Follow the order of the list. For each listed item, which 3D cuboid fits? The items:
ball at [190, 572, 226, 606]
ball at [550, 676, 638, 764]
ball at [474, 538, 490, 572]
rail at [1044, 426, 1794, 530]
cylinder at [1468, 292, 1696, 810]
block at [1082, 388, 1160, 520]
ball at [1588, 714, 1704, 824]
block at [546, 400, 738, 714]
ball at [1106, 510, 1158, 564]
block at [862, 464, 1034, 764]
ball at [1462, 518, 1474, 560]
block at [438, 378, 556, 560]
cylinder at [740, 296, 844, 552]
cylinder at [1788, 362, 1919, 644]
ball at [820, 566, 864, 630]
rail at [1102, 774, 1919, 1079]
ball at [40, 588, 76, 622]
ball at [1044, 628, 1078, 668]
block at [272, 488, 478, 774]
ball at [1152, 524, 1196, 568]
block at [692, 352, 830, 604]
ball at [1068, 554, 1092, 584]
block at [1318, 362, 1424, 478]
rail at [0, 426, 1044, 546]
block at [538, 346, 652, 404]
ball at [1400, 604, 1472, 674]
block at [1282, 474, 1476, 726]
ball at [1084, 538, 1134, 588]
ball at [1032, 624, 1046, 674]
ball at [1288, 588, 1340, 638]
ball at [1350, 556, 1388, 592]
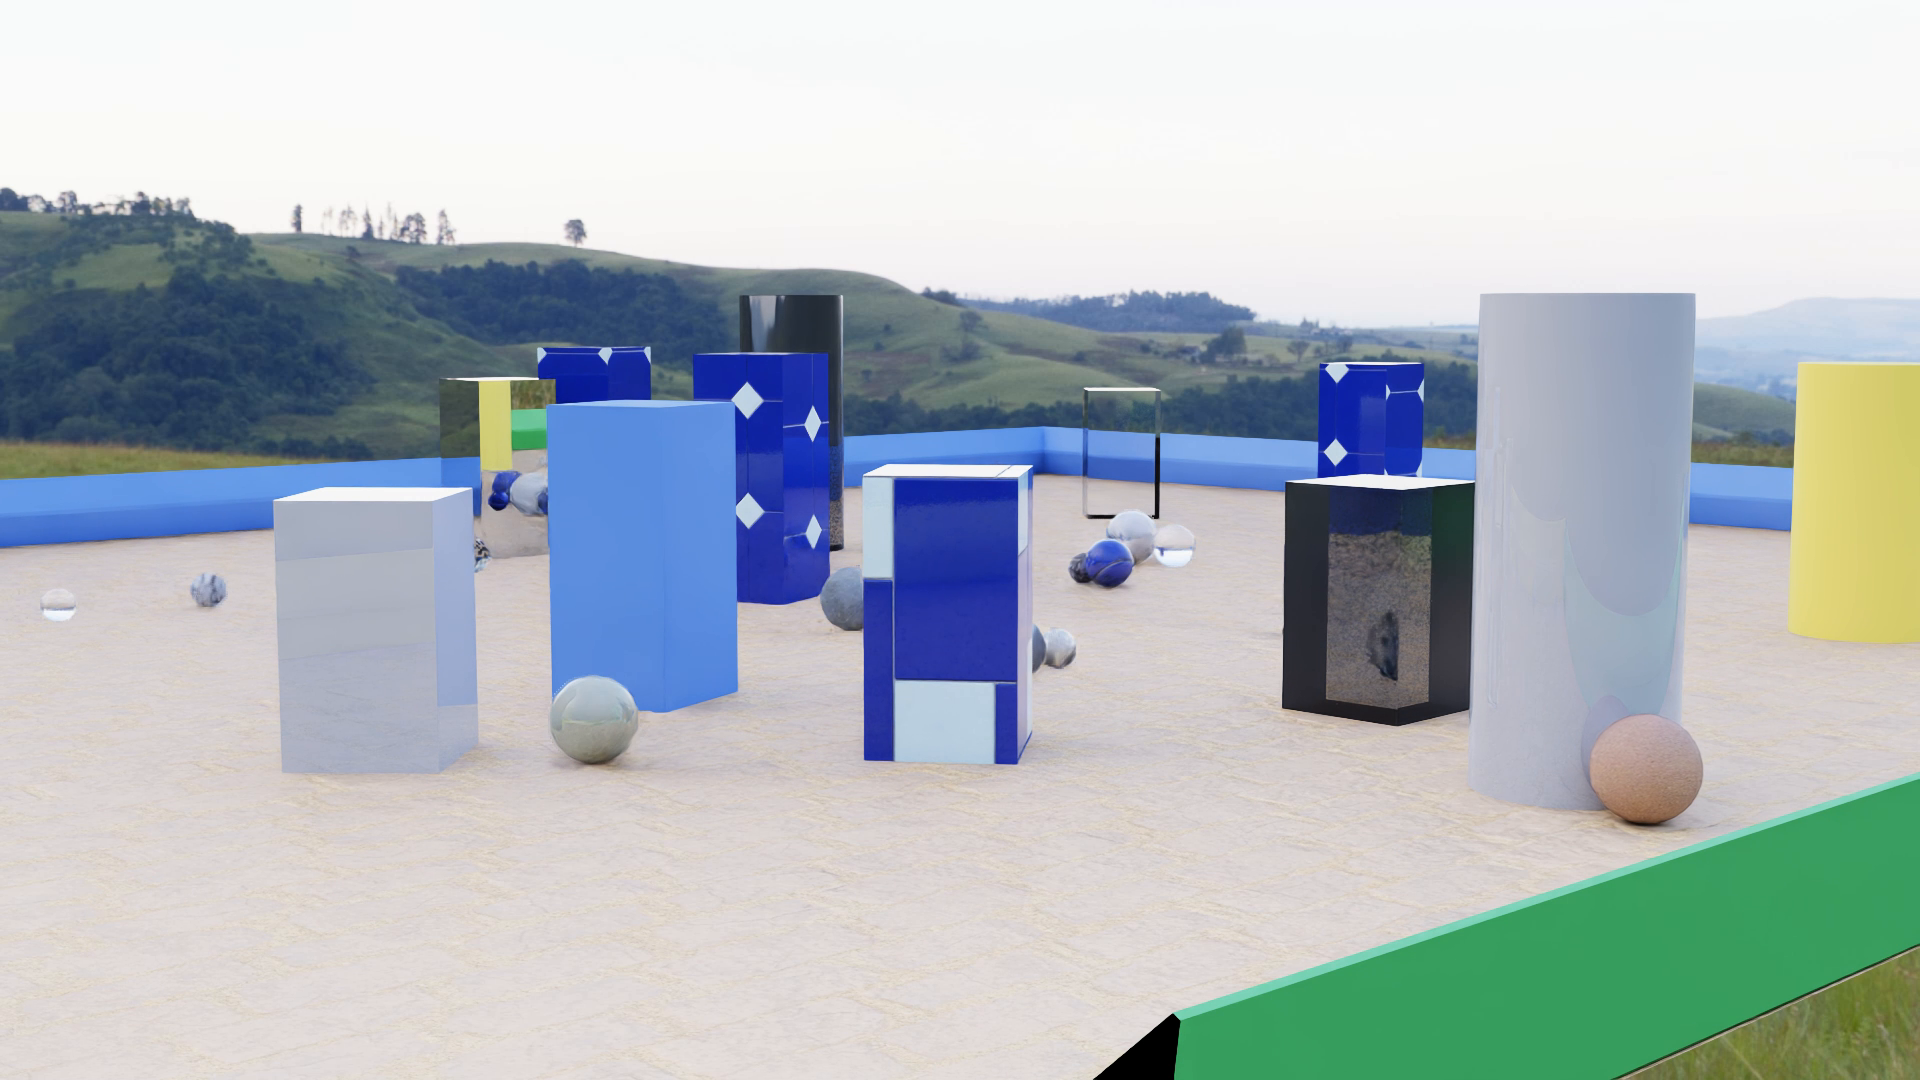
[{"bbox_3d":[-1.124,0.074,3.287,0.051,0.051,0.051,0,6,0],"label":"ball"},{"bbox_3d":[-0.359,0.176,2.157,0.087,0.087,0.087,0,6,0],"label":"ball"},{"bbox_3d":[-0.822,0.026,3.706,0.060,0.060,0.060,0,6,0],"label":"ball"},{"bbox_3d":[1.422,-0.105,4.637,0.045,0.124,3.574,-6,8,-42],"label":"rail"},{"bbox_3d":[0.571,0.003,2.026,0.191,0.458,0.191,0,6,0],"label":"cylinder"},{"bbox_3d":[0.344,-0.187,4.711,0.152,0.272,0.152,0,6,-1],"label":"block"},{"bbox_3d":[0.594,0.198,1.905,0.095,0.095,0.095,0,6,0],"label":"ball"},{"bbox_3d":[-0.360,0.013,2.510,0.152,0.337,0.152,3,7,26],"label":"block"},{"bbox_3d":[0.300,-0.004,3.832,0.093,0.093,0.093,0,6,0],"label":"ball"},{"bbox_3d":[-0.010,0.071,2.222,0.152,0.282,0.152,1,6,7],"label":"block"},{"bbox_3d":[0.920,-0.002,3.831,0.090,0.090,0.090,0,6,0],"label":"ball"},{"bbox_3d":[-0.837,-0.134,3.992,0.152,0.317,0.152,-5,8,-40],"label":"block"},{"bbox_3d":[-0.310,-0.217,4.069,0.191,0.467,0.191,0,6,0],"label":"cylinder"},{"bbox_3d":[1.241,-0.056,3.009,0.191,0.370,0.191,0,6,0],"label":"cylinder"},{"bbox_3d":[-0.148,0.081,3.042,0.089,0.089,0.089,0,6,0],"label":"ball"},{"bbox_3d":[1.196,0.168,2.043,3.916,0.124,0.045,-6,8,-42],"label":"rail"},{"bbox_3d":[-1.282,0.093,3.126,0.048,0.048,0.048,0,6,0],"label":"ball"},{"bbox_3d":[0.121,0.135,2.727,0.049,0.049,0.049,0,6,0],"label":"ball"},{"bbox_3d":[-0.574,0.085,2.174,0.152,0.263,0.152,0,6,2],"label":"block"},{"bbox_3d":[0.369,0.011,3.783,0.075,0.075,0.075,0,6,0],"label":"ball"},{"bbox_3d":[-0.304,-0.099,3.389,0.152,0.375,0.152,3,7,23],"label":"block"},{"bbox_3d":[0.200,0.046,3.567,0.048,0.048,0.048,0,6,0],"label":"ball"},{"bbox_3d":[0.832,-0.191,4.459,0.152,0.333,0.152,5,8,40],"label":"block"},{"bbox_3d":[-1.196,-0.104,4.621,3.916,0.124,0.045,-6,8,-42],"label":"rail"},{"bbox_3d":[-0.691,-0.180,4.177,0.152,0.371,0.152,3,7,23],"label":"block"},{"bbox_3d":[0.579,0.121,2.679,0.086,0.086,0.086,0,6,0],"label":"ball"},{"bbox_3d":[0.467,0.062,2.441,0.152,0.254,0.152,6,8,45],"label":"block"},{"bbox_3d":[0.239,0.037,3.518,0.078,0.078,0.078,0,6,0],"label":"ball"},{"bbox_3d":[0.066,0.131,2.645,0.074,0.074,0.074,0,6,0],"label":"ball"},{"bbox_3d":[0.479,0.099,2.977,0.068,0.068,0.068,0,6,0],"label":"ball"},{"bbox_3d":[0.643,0.053,3.452,0.058,0.058,0.058,0,6,0],"label":"ball"}]
